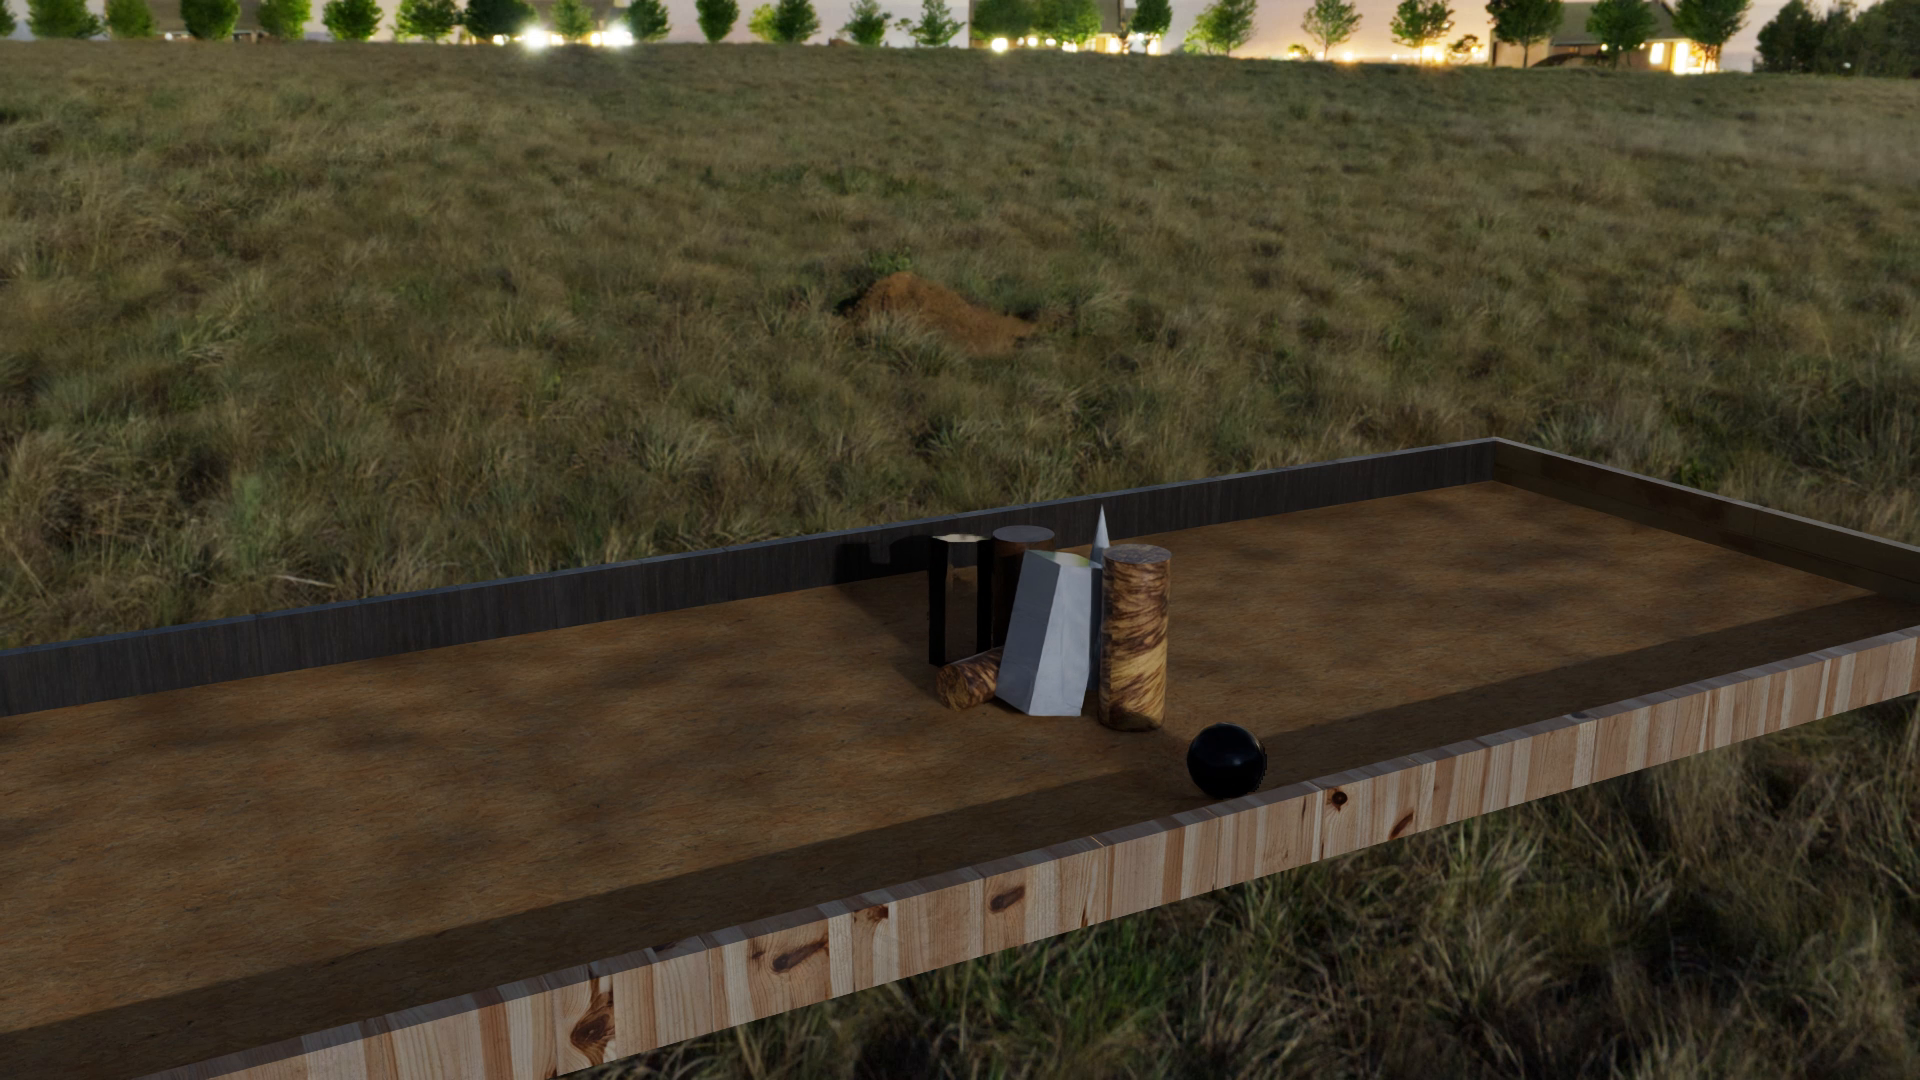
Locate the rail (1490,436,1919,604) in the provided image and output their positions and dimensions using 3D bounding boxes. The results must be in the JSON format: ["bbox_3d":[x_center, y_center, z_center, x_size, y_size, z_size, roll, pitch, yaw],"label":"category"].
[{"bbox_3d":[2.466,-0.048,5.253,0.050,0.150,2.100,-9,18,-27],"label":"rail"}]

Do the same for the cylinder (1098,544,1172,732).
[{"bbox_3d":[0.406,0.228,3.849,0.159,0.411,0.159,0,17,0],"label":"cylinder"}]

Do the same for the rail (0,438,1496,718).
[{"bbox_3d":[-3.305,0.497,3.399,12.000,0.150,0.050,-9,18,-27],"label":"rail"}]

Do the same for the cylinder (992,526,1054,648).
[{"bbox_3d":[0.166,0.130,4.370,0.165,0.305,0.165,0,16,0],"label":"cylinder"}]

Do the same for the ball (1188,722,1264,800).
[{"bbox_3d":[0.561,0.466,3.483,0.162,0.162,0.162,0,16,0],"label":"ball"}]

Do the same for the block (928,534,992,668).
[{"bbox_3d":[0.001,0.159,4.197,0.115,0.331,0.115,-4,11,-30],"label":"block"}]

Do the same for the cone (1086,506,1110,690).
[{"bbox_3d":[0.349,0.128,4.108,0.178,0.458,0.178,0,16,0],"label":"cone"}]

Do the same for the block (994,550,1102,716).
[{"bbox_3d":[0.220,0.221,3.916,0.150,0.362,0.150,6,11,-33],"label":"block"}]

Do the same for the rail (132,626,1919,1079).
[{"bbox_3d":[-2.336,1.006,1.665,12.000,0.150,0.050,-9,18,-27],"label":"rail"}]

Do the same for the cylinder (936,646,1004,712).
[{"bbox_3d":[0.106,0.320,4.060,0.344,0.116,0.116,-15,22,-41],"label":"cylinder"}]
